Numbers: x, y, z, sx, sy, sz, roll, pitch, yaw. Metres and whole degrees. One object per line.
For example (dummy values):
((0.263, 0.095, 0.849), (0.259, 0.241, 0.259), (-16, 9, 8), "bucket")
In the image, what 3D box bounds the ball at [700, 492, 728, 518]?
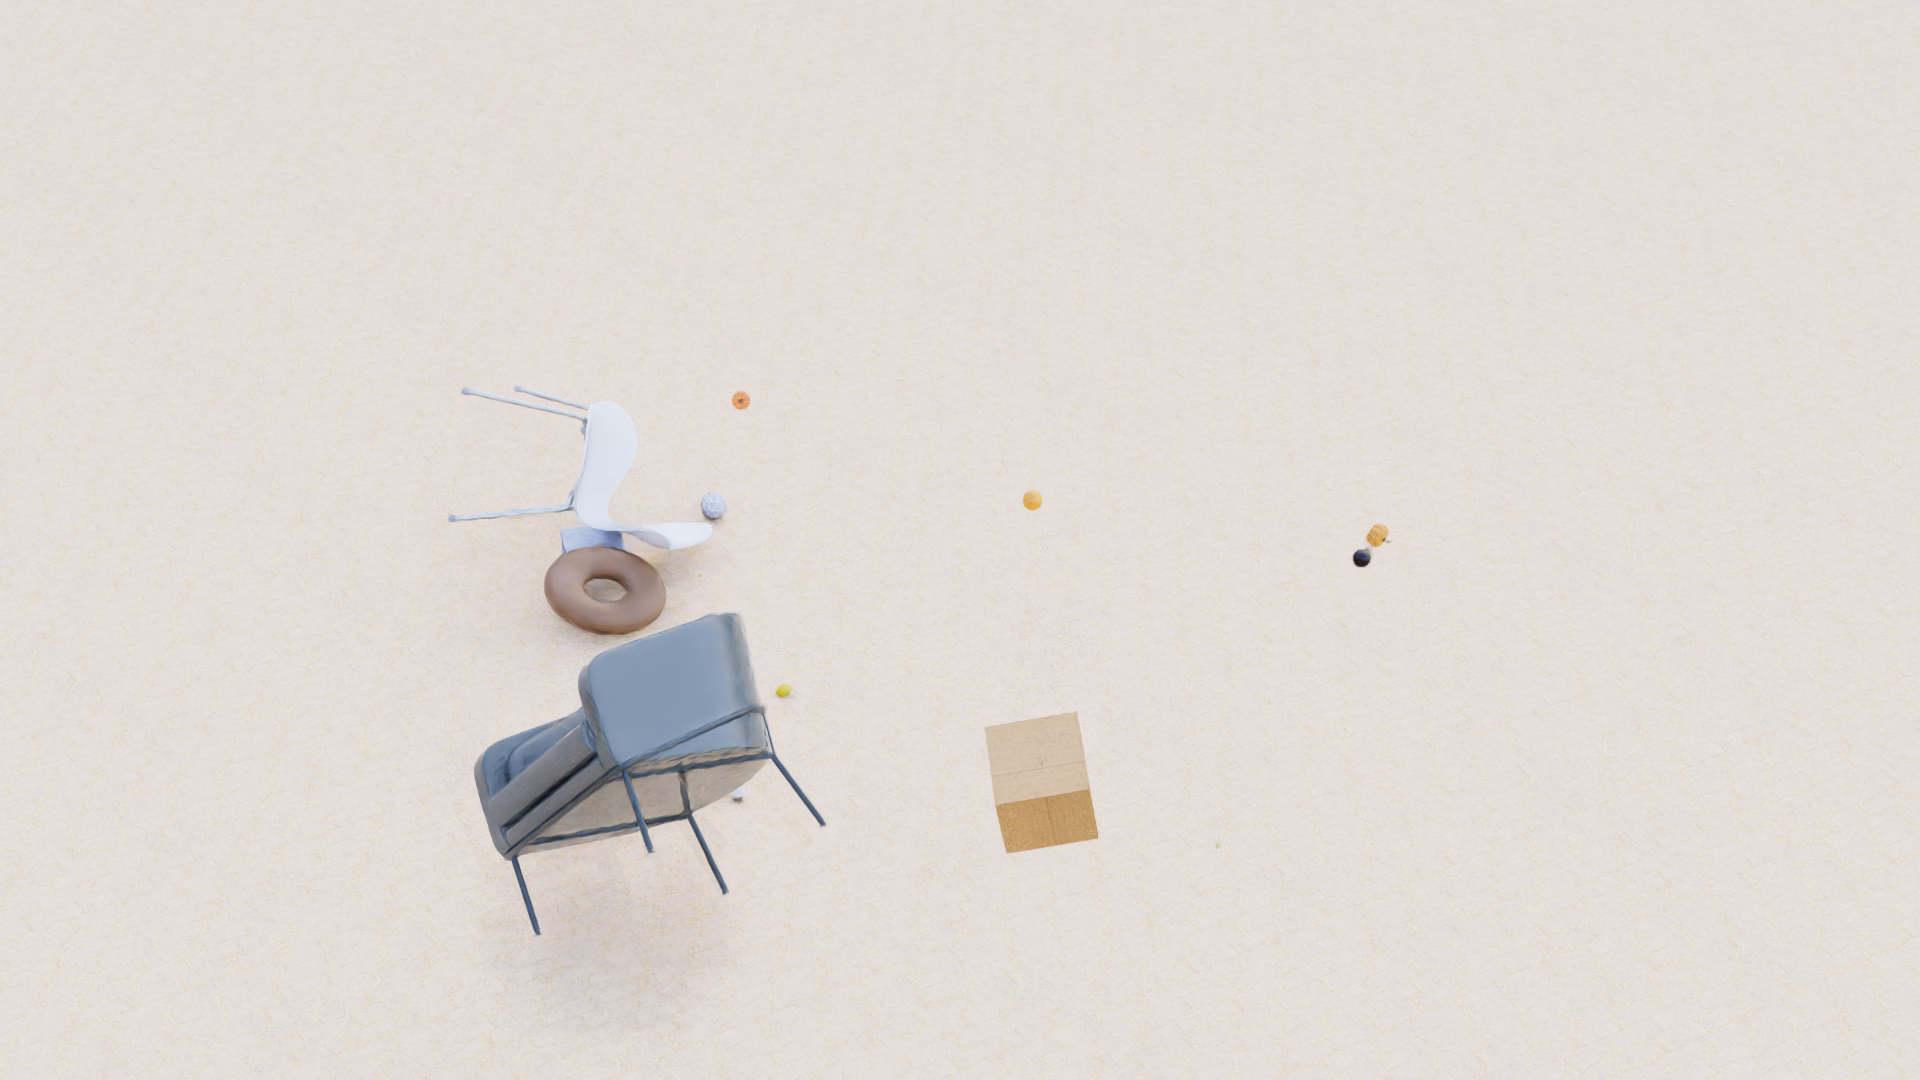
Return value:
((-0.926, -0.132, 11.053), (0.101, 0.101, 0.101), (0, 33, 0), "ball")

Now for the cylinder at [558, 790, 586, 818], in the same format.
((-1.263, 0.860, 9.537), (0.074, 0.068, 0.112), (30, 6, -3), "cylinder")

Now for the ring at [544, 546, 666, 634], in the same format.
((-1.269, 0.179, 10.482), (0.441, 0.105, 0.373), (9, 51, -10), "ring")

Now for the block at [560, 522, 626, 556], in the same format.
((-1.347, 0.041, 10.780), (0.213, 0.112, 0.173), (-8, 34, -12), "block")

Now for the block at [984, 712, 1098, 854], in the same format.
((0.246, 0.730, 8.818), (0.283, 0.270, 0.283), (-10, 51, 2), "block")
